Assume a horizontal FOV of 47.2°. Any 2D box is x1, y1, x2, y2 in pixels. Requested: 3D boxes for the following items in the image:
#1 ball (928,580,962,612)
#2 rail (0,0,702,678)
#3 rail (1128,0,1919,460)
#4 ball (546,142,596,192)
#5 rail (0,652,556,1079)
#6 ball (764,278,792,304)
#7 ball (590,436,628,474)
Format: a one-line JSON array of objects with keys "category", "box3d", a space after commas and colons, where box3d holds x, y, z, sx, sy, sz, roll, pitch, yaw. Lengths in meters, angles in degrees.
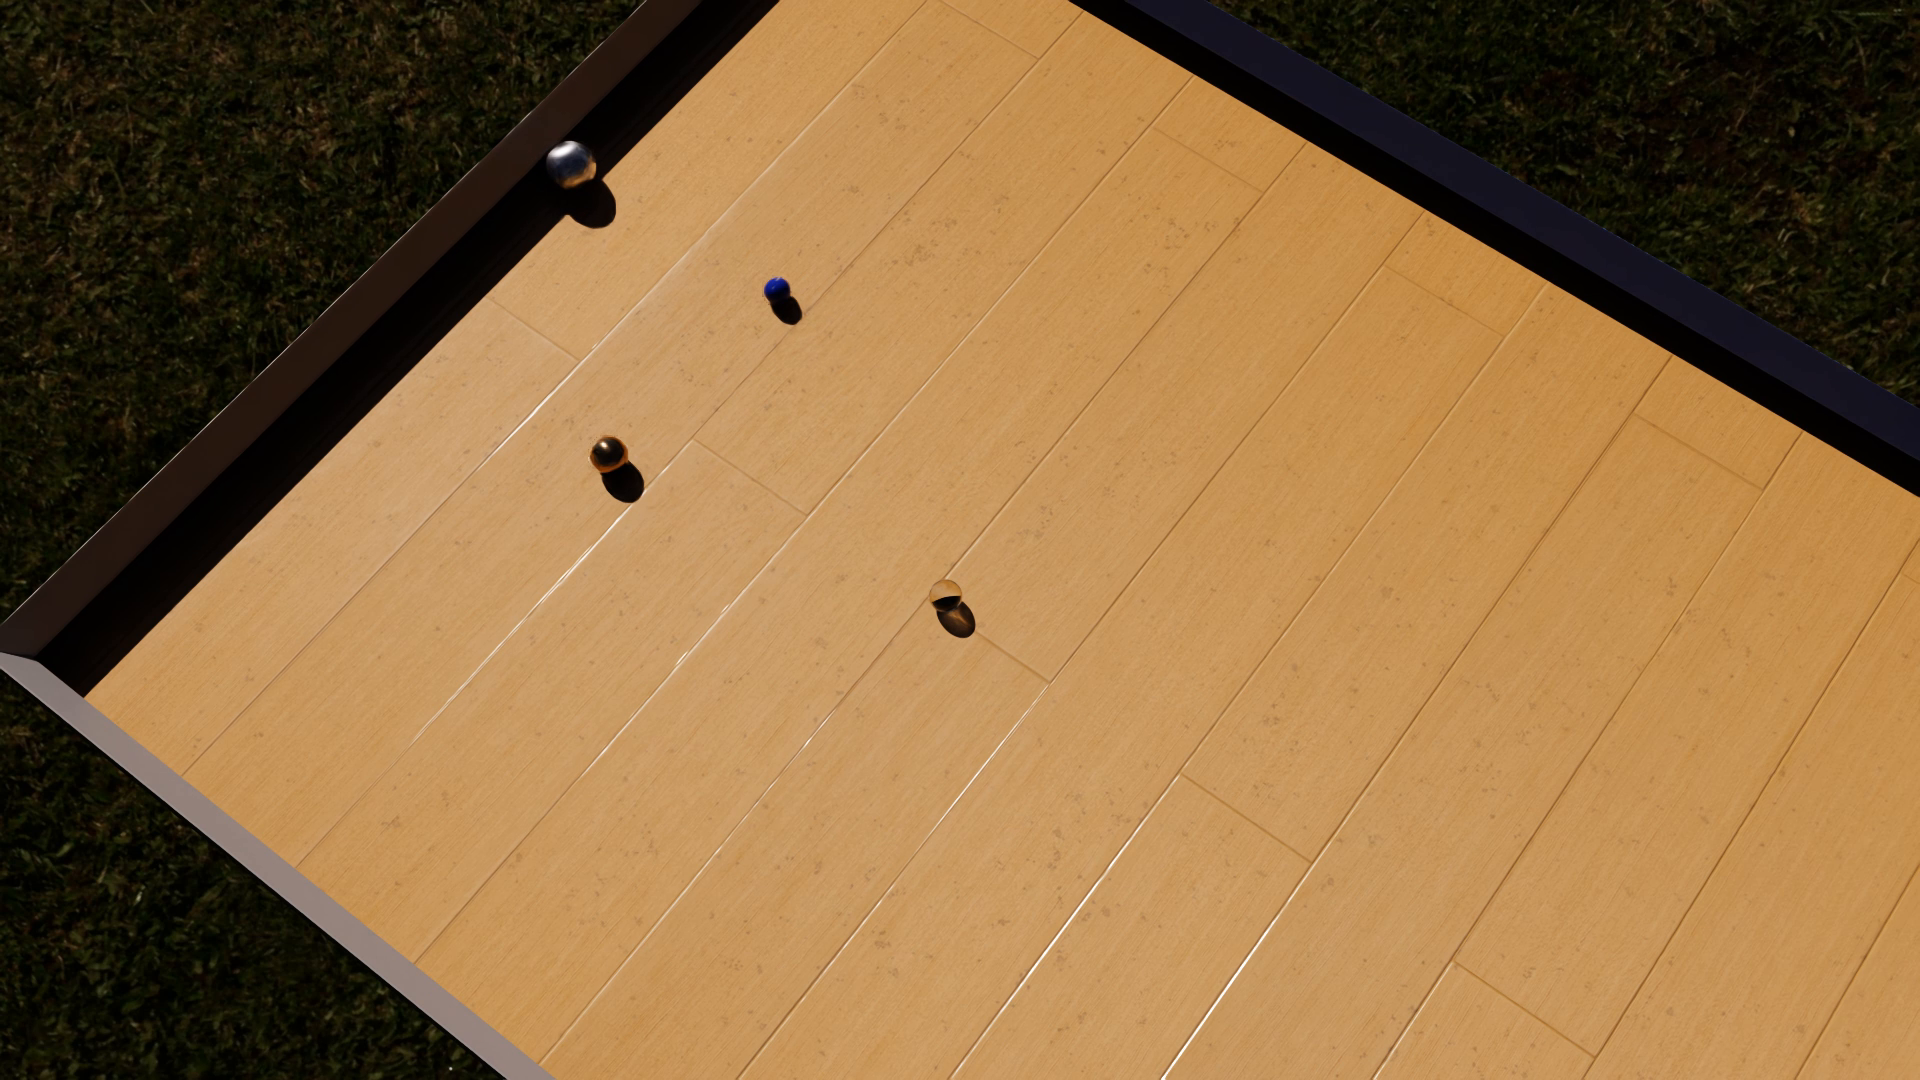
[{"category": "ball", "box3d": [-0.023, 0.091, 3.568, 0.054, 0.054, 0.054, 0, 64, 0]}, {"category": "rail", "box3d": [-0.850, -0.588, 3.866, 0.045, 0.116, 2.216, 34, 69, 15]}, {"category": "rail", "box3d": [1.521, -0.205, 3.678, 4.350, 0.116, 0.045, 34, 69, 15]}, {"category": "ball", "box3d": [-0.694, -0.666, 3.921, 0.089, 0.089, 0.089, 0, 64, 0]}, {"category": "rail", "box3d": [0.218, 1.350, 2.913, 4.350, 0.116, 0.045, 34, 69, 15]}, {"category": "ball", "box3d": [-0.318, -0.434, 3.830, 0.047, 0.047, 0.047, 0, 64, 0]}, {"category": "ball", "box3d": [-0.586, -0.141, 3.677, 0.064, 0.064, 0.064, 0, 64, 0]}]
